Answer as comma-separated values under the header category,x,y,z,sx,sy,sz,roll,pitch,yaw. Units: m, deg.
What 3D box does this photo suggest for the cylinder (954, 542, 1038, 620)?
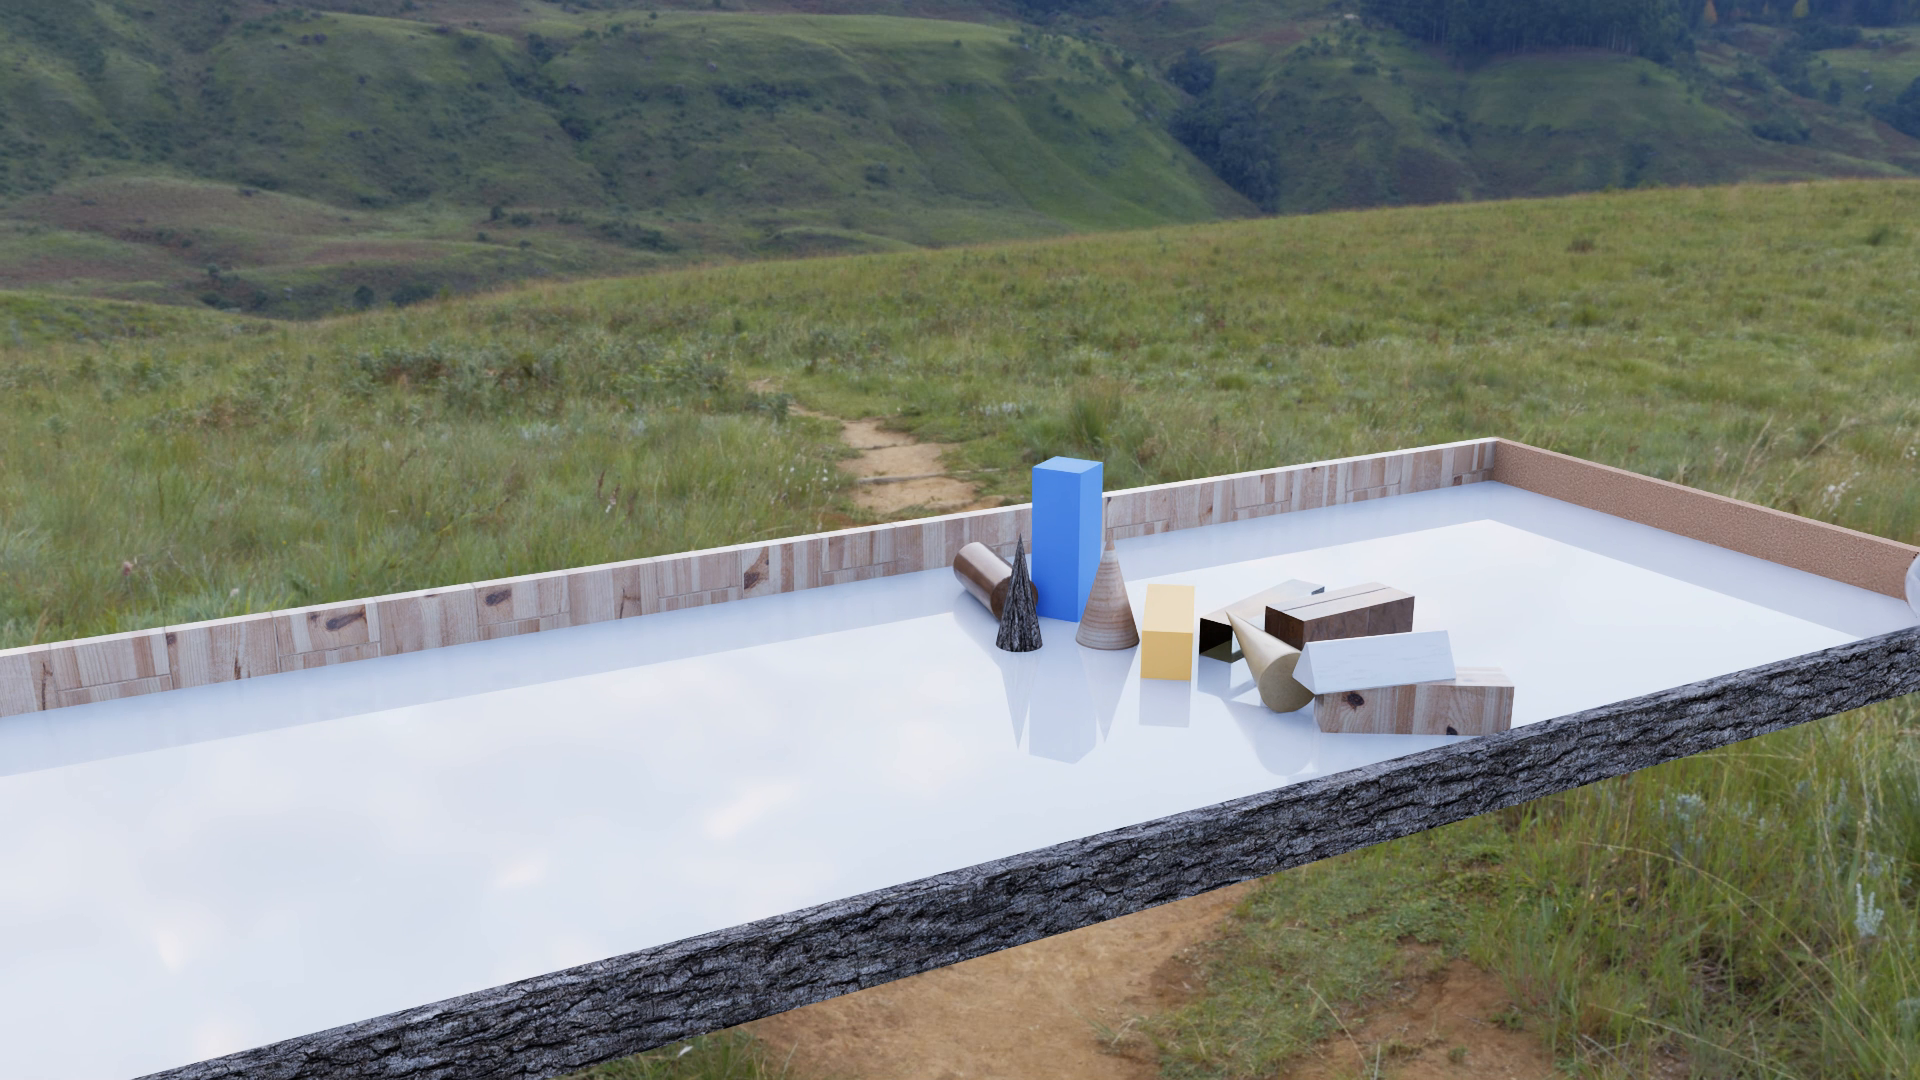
category,x,y,z,sx,sy,sz,roll,pitch,yaw
cylinder,0.098,0.119,4.704,0.139,0.139,0.341,-5,17,-17

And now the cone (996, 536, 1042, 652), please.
category,x,y,z,sx,sy,sz,roll,pitch,yaw
cone,0.158,0.129,4.364,0.126,0.312,0.126,0,16,0

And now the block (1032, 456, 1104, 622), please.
category,x,y,z,sx,sy,sz,roll,pitch,yaw
block,0.298,-0.003,4.608,0.145,0.427,0.145,9,19,28

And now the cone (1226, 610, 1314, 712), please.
category,x,y,z,sx,sy,sz,roll,pitch,yaw
cone,0.738,0.260,4.110,0.159,0.159,0.424,-4,23,-13

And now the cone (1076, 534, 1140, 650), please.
category,x,y,z,sx,sy,sz,roll,pitch,yaw
cone,0.397,0.122,4.400,0.174,0.305,0.174,0,16,0

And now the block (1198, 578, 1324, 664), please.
category,x,y,z,sx,sy,sz,roll,pitch,yaw
block,0.818,0.214,4.446,0.102,0.102,0.453,15,22,40

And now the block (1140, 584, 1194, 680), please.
category,x,y,z,sx,sy,sz,roll,pitch,yaw
block,0.547,0.237,4.323,0.128,0.128,0.387,2,17,8

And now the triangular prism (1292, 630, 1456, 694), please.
category,x,y,z,sx,sy,sz,roll,pitch,yaw
triangular prism,0.960,0.269,3.809,0.357,0.102,0.118,-4,17,-15

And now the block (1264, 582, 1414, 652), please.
category,x,y,z,sx,sy,sz,roll,pitch,yaw
block,0.994,0.227,4.325,0.389,0.145,0.145,-10,19,-30

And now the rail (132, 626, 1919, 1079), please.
category,x,y,z,sx,sy,sz,roll,pitch,yaw
rail,-2.336,1.006,1.665,12.000,0.150,0.050,-9,18,-27

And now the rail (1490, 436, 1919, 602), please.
category,x,y,z,sx,sy,sz,roll,pitch,yaw
rail,2.466,-0.048,5.253,0.050,0.150,2.100,-9,18,-27

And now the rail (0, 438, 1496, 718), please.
category,x,y,z,sx,sy,sz,roll,pitch,yaw
rail,-3.305,0.497,3.399,12.000,0.150,0.050,-9,18,-27

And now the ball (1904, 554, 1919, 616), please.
category,x,y,z,sx,sy,sz,roll,pitch,yaw
ball,2.714,0.126,4.489,0.247,0.247,0.247,0,16,0

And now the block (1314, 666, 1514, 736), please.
category,x,y,z,sx,sy,sz,roll,pitch,yaw
block,1.058,0.374,3.862,0.430,0.124,0.124,1,16,3
